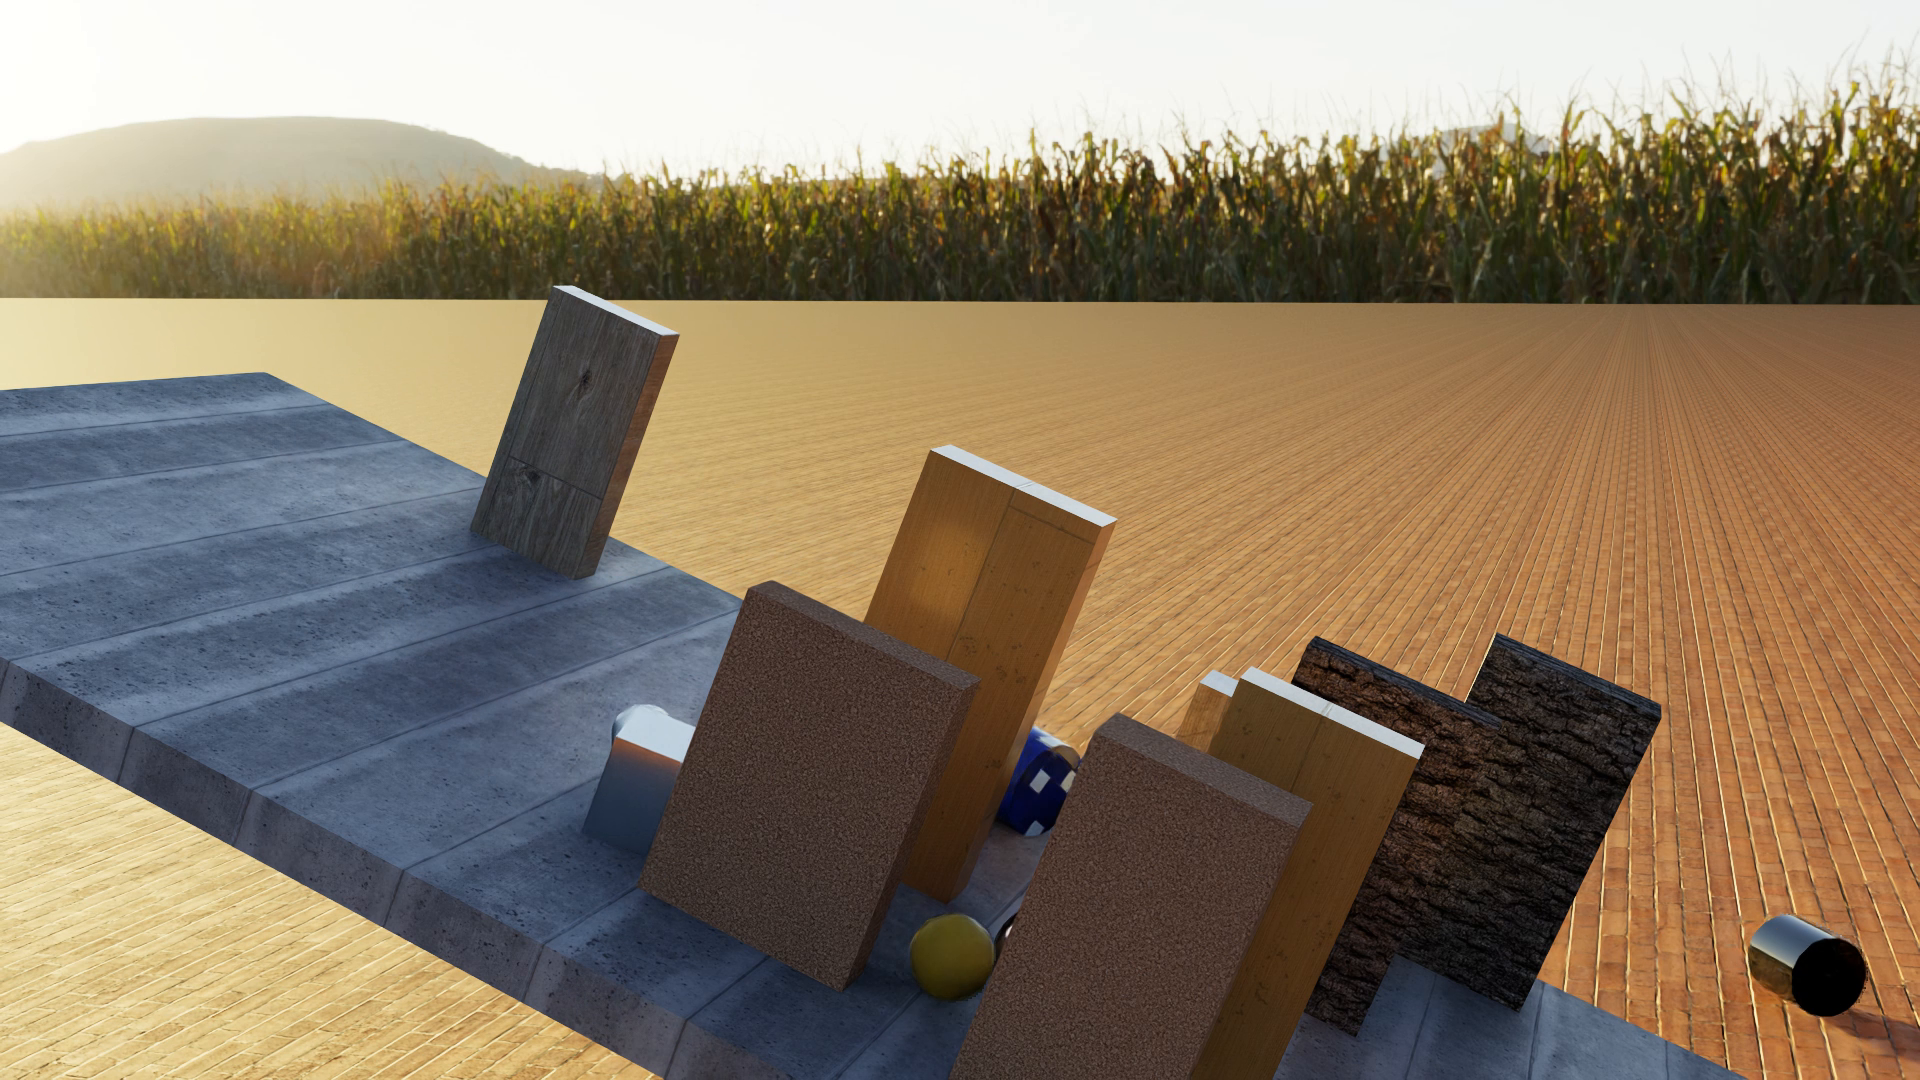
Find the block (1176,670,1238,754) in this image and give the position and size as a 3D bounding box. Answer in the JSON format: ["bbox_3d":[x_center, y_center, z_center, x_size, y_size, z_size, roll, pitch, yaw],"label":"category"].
[{"bbox_3d":[0.586,0.555,4.349,0.406,0.451,0.145,25,13,13],"label":"block"}]

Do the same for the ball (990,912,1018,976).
[{"bbox_3d":[0.148,0.698,3.616,0.199,0.199,0.199,0,7,0],"label":"ball"}]

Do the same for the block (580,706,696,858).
[{"bbox_3d":[-0.507,0.420,3.728,0.182,0.182,0.182,22,13,0],"label":"block"}]

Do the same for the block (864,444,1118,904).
[{"bbox_3d":[-0.020,0.242,3.971,0.336,0.749,0.121,25,13,13],"label":"block"}]

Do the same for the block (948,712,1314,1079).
[{"bbox_3d":[0.247,0.603,3.253,0.319,0.602,0.149,25,13,13],"label":"block"}]

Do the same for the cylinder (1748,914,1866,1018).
[{"bbox_3d":[2.143,1.078,5.573,0.204,0.204,0.204,-1,7,-10],"label":"cylinder"}]

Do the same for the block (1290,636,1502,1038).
[{"bbox_3d":[0.702,0.552,4.112,0.372,0.643,0.108,25,13,13],"label":"block"}]

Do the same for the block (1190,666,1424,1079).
[{"bbox_3d":[0.469,0.578,3.552,0.301,0.676,0.105,25,13,13],"label":"block"}]

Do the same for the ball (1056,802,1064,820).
[{"bbox_3d":[0.275,0.573,4.422,0.163,0.163,0.163,0,7,0],"label":"ball"}]

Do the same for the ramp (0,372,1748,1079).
[{"bbox_3d":[-0.306,0.543,4.194,4.000,0.100,2.000,25,13,13],"label":"ramp"}]

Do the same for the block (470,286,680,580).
[{"bbox_3d":[-0.866,-0.240,4.933,0.282,0.592,0.096,25,13,13],"label":"block"}]

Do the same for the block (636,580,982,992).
[{"bbox_3d":[-0.244,0.388,3.491,0.379,0.535,0.099,25,13,13],"label":"block"}]

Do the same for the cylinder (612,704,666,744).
[{"bbox_3d":[-0.566,0.372,3.982,0.114,0.114,0.114,-2,17,-18],"label":"cylinder"}]

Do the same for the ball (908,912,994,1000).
[{"bbox_3d":[-0.013,0.675,3.568,0.140,0.140,0.140,0,7,0],"label":"ball"}]

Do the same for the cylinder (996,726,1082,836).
[{"bbox_3d":[0.107,0.467,4.472,0.201,0.201,0.201,-6,25,-43],"label":"cylinder"}]

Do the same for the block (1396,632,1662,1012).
[{"bbox_3d":[1.144,0.587,4.591,0.361,0.687,0.148,25,13,13],"label":"block"}]
